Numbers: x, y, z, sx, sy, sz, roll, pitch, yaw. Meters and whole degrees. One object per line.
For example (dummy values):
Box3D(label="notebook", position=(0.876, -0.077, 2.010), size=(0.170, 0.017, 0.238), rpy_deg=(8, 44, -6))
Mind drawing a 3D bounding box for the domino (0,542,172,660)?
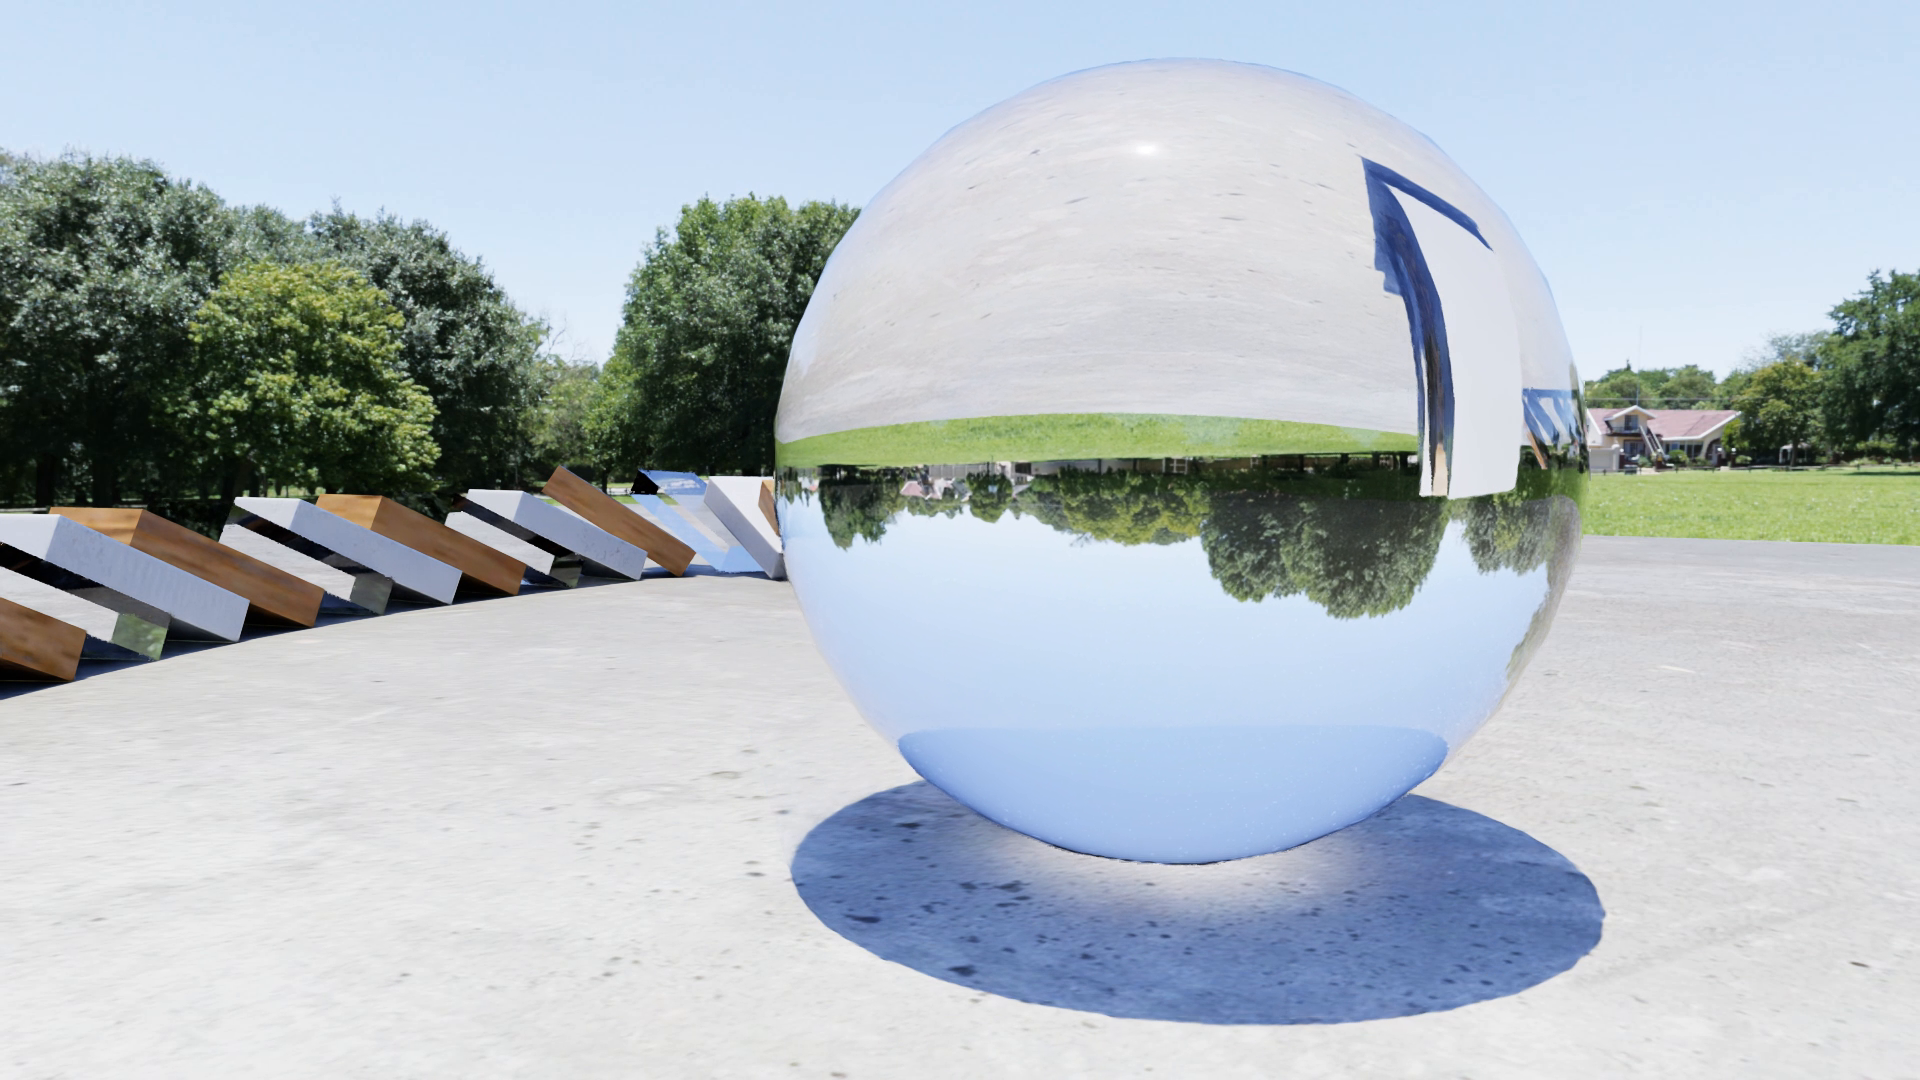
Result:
Box3D(label="domino", position=(-0.173, 0.010, 0.232), size=(0.025, 0.009, 0.050), rpy_deg=(1, -20, 7))

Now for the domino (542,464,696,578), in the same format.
Box3D(label="domino", position=(-0.110, -0.006, 0.413), size=(0.050, 0.010, 0.025), rpy_deg=(34, -6, -16))

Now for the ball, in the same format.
Box3D(label="ball", position=(0.021, -0.007, 0.133), size=(0.080, 0.080, 0.080), rpy_deg=(0, 4, 0))

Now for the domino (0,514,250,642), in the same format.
Box3D(label="domino", position=(-0.171, 0.009, 0.256), size=(0.025, 0.009, 0.050), rpy_deg=(1, -21, 11))

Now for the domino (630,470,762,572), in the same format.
Box3D(label="domino", position=(-0.086, -0.007, 0.432), size=(0.050, 0.010, 0.025), rpy_deg=(36, 20, 29))

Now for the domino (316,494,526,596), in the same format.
Box3D(label="domino", position=(-0.145, 0.002, 0.346), size=(0.025, 0.009, 0.050), rpy_deg=(2, -20, 29))

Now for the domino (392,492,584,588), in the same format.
Box3D(label="domino", position=(-0.135, 0.000, 0.366), size=(0.025, 0.009, 0.050), rpy_deg=(2, -20, 29))

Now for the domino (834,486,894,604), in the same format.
Box3D(label="domino", position=(-0.020, 0.000, 0.364), size=(0.025, 0.009, 0.050), rpy_deg=(-1, 30, -14))

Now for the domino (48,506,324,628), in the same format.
Box3D(label="domino", position=(-0.168, 0.007, 0.280), size=(0.025, 0.010, 0.050), rpy_deg=(1, -20, 18))

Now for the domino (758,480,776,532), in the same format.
Box3D(label="domino", position=(-0.044, -0.003, 0.405), size=(0.025, 0.010, 0.050), rpy_deg=(-1, 31, -28))

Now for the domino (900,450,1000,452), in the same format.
Box3D(label="domino", position=(-0.002, -0.001, 0.305), size=(0.025, 0.010, 0.050), rpy_deg=(0, 47, -3))

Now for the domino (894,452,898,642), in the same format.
Box3D(label="domino", position=(-0.002, 0.000, 0.291), size=(0.025, 0.009, 0.050), rpy_deg=(0, 47, -3))

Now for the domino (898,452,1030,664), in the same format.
Box3D(label="domino", position=(0.000, 0.002, 0.263), size=(0.025, 0.010, 0.050), rpy_deg=(0, 47, -3))

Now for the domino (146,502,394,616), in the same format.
Box3D(label="domino", position=(-0.162, 0.005, 0.302), size=(0.025, 0.009, 0.050), rpy_deg=(2, -20, 20))

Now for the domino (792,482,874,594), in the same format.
Box3D(label="domino", position=(-0.032, -0.002, 0.386), size=(0.025, 0.009, 0.050), rpy_deg=(-2, 31, -23))

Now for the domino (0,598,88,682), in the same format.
Box3D(label="domino", position=(-0.173, 0.012, 0.209), size=(0.025, 0.010, 0.050), rpy_deg=(0, -20, 5))

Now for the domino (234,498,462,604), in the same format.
Box3D(label="domino", position=(-0.155, 0.003, 0.326), size=(0.025, 0.009, 0.050), rpy_deg=(2, -20, 29))

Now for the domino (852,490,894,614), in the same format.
Box3D(label="domino", position=(-0.013, 0.002, 0.342), size=(0.025, 0.009, 0.050), rpy_deg=(-1, 29, -13))

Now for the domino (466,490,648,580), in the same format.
Box3D(label="domino", position=(-0.122, -0.001, 0.387), size=(0.025, 0.009, 0.050), rpy_deg=(3, -19, 34))

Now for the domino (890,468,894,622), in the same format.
Box3D(label="domino", position=(-0.005, 0.000, 0.322), size=(0.025, 0.009, 0.050), rpy_deg=(0, 38, -2))

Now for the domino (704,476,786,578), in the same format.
Box3D(label="domino", position=(-0.062, -0.005, 0.422), size=(0.025, 0.009, 0.050), rpy_deg=(-2, 31, -39))
